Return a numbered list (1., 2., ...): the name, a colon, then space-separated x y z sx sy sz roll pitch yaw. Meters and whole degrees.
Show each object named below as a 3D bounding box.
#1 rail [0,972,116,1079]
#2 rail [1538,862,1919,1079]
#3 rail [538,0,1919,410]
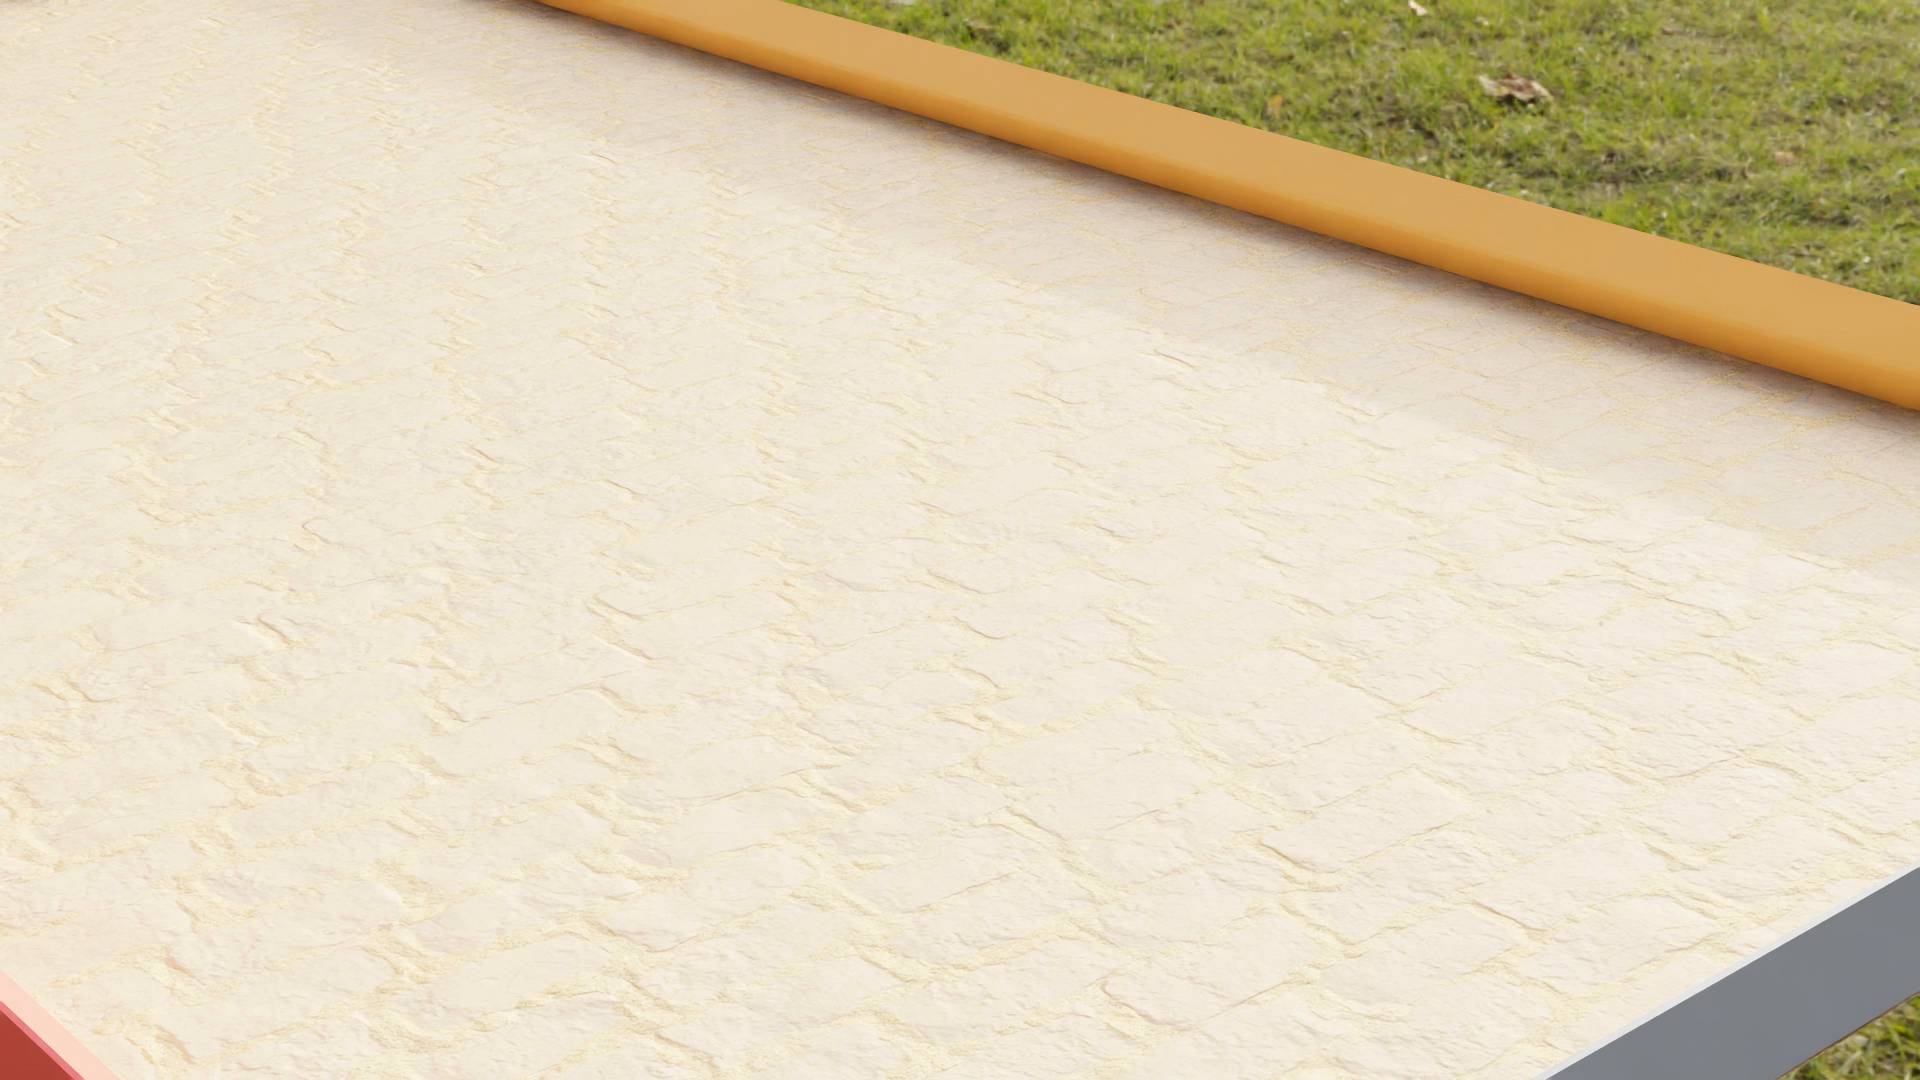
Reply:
1. rail: -1.280 -0.045 2.477 0.045 0.099 3.553 -18 29 -37
2. rail: 0.565 0.233 1.810 1.895 0.099 0.045 -18 29 -37
3. rail: 0.119 -0.511 3.592 0.045 0.099 3.553 -18 29 -37
